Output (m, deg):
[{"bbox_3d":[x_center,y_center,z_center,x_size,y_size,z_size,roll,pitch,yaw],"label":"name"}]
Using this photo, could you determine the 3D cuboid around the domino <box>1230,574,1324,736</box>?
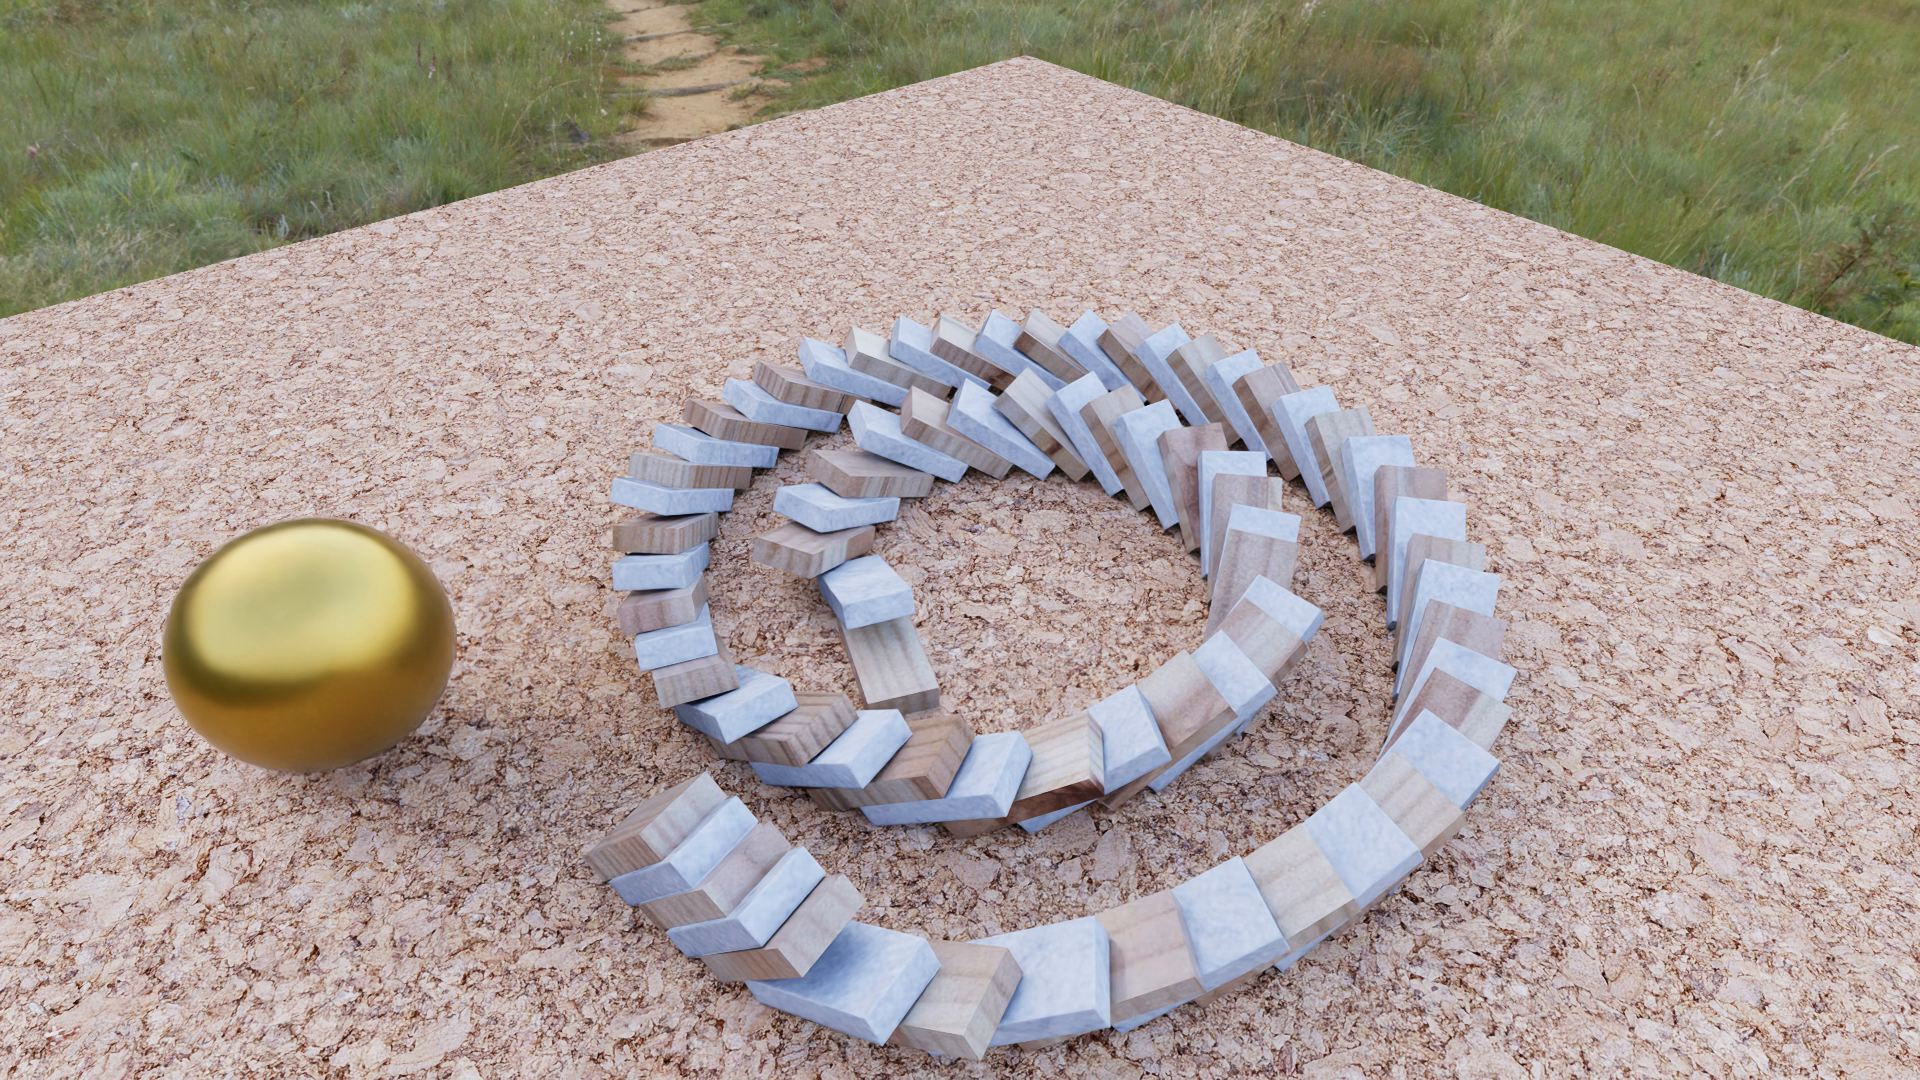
[{"bbox_3d":[0.099,0.039,0.376,0.025,0.009,0.050,34,82,34],"label":"domino"}]

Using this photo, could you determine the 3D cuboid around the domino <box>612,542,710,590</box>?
[{"bbox_3d":[-0.111,0.009,0.413,0.025,0.009,0.050,-3,8,-2],"label":"domino"}]

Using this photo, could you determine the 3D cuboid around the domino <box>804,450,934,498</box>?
[{"bbox_3d":[-0.037,-0.028,0.460,0.025,0.010,0.050,34,23,34],"label":"domino"}]

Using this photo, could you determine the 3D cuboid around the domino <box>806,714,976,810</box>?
[{"bbox_3d":[-0.022,0.069,0.339,0.050,0.010,0.025,-16,28,37],"label":"domino"}]

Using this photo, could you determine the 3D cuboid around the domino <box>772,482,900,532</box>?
[{"bbox_3d":[-0.049,-0.015,0.444,0.025,0.009,0.050,24,18,26],"label":"domino"}]

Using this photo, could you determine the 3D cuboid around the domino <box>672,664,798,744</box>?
[{"bbox_3d":[-0.075,0.053,0.359,0.025,0.010,0.050,-26,13,-28],"label":"domino"}]

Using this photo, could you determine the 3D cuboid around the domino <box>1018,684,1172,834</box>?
[{"bbox_3d":[0.038,0.068,0.341,0.050,0.010,0.025,-31,39,12],"label":"domino"}]

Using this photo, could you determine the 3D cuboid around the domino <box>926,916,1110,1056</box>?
[{"bbox_3d":[0.014,0.116,0.285,0.050,0.009,0.025,-20,34,21],"label":"domino"}]

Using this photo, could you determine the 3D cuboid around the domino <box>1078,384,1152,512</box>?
[{"bbox_3d":[0.074,-0.040,0.469,0.025,0.009,0.050,-27,84,-30],"label":"domino"}]

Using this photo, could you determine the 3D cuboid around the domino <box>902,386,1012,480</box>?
[{"bbox_3d":[-0.001,-0.047,0.481,0.050,0.010,0.025,24,34,-20],"label":"domino"}]

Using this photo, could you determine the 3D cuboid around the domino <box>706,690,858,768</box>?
[{"bbox_3d":[-0.057,0.059,0.351,0.050,0.010,0.025,-8,24,49],"label":"domino"}]

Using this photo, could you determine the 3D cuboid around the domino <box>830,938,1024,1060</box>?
[{"bbox_3d":[-0.011,0.116,0.283,0.050,0.009,0.025,-10,29,38],"label":"domino"}]

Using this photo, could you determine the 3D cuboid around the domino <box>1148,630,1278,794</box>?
[{"bbox_3d":[0.074,0.055,0.355,0.050,0.009,0.025,-41,49,4],"label":"domino"}]

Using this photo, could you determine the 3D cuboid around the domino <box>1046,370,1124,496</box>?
[{"bbox_3d":[0.062,-0.046,0.477,0.025,0.010,0.050,-32,87,-33],"label":"domino"}]

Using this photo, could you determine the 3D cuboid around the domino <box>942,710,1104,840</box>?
[{"bbox_3d":[0.019,0.072,0.335,0.050,0.010,0.025,-23,36,23],"label":"domino"}]

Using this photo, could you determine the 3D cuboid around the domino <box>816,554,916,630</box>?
[{"bbox_3d":[-0.036,0.018,0.405,0.025,0.009,0.050,-13,17,-15],"label":"domino"}]

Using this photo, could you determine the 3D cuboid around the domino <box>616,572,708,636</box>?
[{"bbox_3d":[-0.106,0.022,0.395,0.025,0.010,0.050,-11,9,-7],"label":"domino"}]

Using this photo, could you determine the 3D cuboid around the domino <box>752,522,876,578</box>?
[{"bbox_3d":[-0.056,0.001,0.427,0.025,0.010,0.050,16,18,19],"label":"domino"}]

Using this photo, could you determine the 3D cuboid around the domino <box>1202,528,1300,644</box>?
[{"bbox_3d":[0.103,0.023,0.393,0.025,0.010,0.050,13,76,14],"label":"domino"}]

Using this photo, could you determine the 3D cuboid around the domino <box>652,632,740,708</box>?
[{"bbox_3d":[-0.091,0.043,0.371,0.025,0.010,0.050,-14,9,-16],"label":"domino"}]

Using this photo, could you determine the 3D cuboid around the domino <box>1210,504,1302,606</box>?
[{"bbox_3d":[0.108,0.014,0.406,0.025,0.010,0.050,12,76,14],"label":"domino"}]

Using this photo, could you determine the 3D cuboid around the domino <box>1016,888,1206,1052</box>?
[{"bbox_3d":[0.036,0.113,0.289,0.050,0.010,0.025,-24,38,12],"label":"domino"}]

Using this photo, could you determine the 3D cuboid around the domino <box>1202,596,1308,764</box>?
[{"bbox_3d":[0.088,0.046,0.365,0.050,0.010,0.025,-48,55,-1],"label":"domino"}]

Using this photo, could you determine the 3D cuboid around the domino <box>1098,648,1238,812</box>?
[{"bbox_3d":[0.059,0.060,0.348,0.050,0.010,0.025,-39,49,6],"label":"domino"}]

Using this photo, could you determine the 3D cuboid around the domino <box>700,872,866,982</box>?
[{"bbox_3d":[-0.048,0.103,0.291,0.010,0.050,0.025,52,50,-6],"label":"domino"}]

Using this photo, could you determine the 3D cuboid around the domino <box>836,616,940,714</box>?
[{"bbox_3d":[-0.027,0.041,0.393,0.025,0.010,0.050,-11,41,-14],"label":"domino"}]

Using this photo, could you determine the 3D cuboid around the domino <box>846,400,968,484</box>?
[{"bbox_3d":[-0.023,-0.042,0.475,0.050,0.010,0.025,18,28,-29],"label":"domino"}]

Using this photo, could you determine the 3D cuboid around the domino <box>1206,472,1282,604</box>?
[{"bbox_3d":[0.109,0.000,0.421,0.025,0.009,0.050,5,75,4],"label":"domino"}]

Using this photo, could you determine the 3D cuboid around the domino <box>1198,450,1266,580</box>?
[{"bbox_3d":[0.108,-0.010,0.434,0.025,0.010,0.050,1,75,1],"label":"domino"}]

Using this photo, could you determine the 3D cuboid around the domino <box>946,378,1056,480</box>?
[{"bbox_3d":[0.020,-0.049,0.484,0.050,0.009,0.025,30,38,-13],"label":"domino"}]

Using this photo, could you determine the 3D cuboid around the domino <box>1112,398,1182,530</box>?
[{"bbox_3d":[0.086,-0.032,0.460,0.025,0.010,0.050,-21,81,-25],"label":"domino"}]

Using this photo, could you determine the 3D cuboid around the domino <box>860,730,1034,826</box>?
[{"bbox_3d":[-0.005,0.073,0.335,0.050,0.010,0.025,-14,29,34],"label":"domino"}]

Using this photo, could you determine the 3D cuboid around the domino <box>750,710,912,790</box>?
[{"bbox_3d":[-0.041,0.065,0.344,0.050,0.009,0.025,-11,25,44],"label":"domino"}]

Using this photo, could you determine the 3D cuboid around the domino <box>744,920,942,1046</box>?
[{"bbox_3d":[-0.032,0.113,0.287,0.050,0.009,0.025,-6,28,43],"label":"domino"}]

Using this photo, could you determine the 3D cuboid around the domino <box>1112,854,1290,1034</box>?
[{"bbox_3d":[0.059,0.108,0.294,0.050,0.010,0.025,-30,41,7],"label":"domino"}]

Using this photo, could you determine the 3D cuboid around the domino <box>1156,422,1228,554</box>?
[{"bbox_3d":[0.100,-0.021,0.448,0.025,0.010,0.050,-10,76,-12],"label":"domino"}]

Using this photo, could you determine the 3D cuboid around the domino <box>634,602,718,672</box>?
[{"bbox_3d":[-0.099,0.033,0.383,0.025,0.009,0.050,-13,9,-13],"label":"domino"}]

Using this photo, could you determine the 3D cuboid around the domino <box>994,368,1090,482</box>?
[{"bbox_3d":[0.040,-0.051,0.484,0.050,0.010,0.025,43,43,-3],"label":"domino"}]
